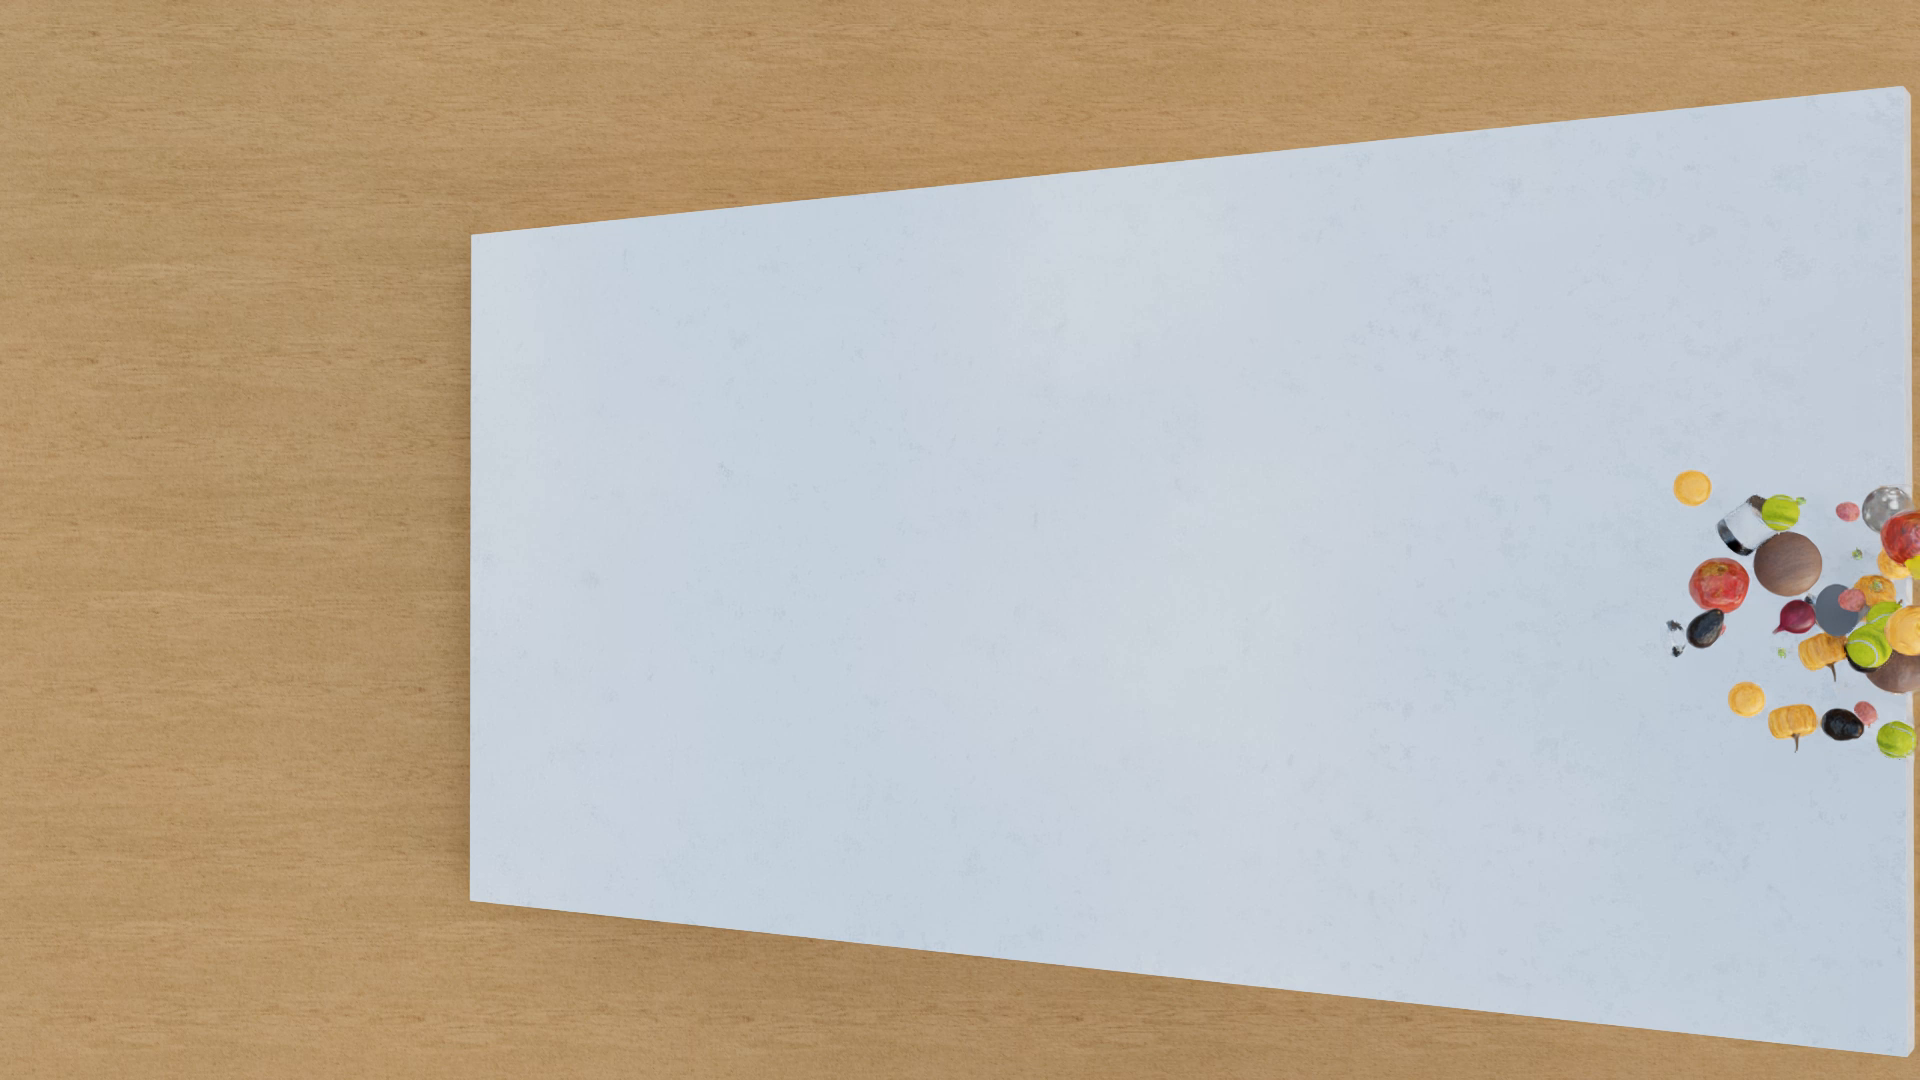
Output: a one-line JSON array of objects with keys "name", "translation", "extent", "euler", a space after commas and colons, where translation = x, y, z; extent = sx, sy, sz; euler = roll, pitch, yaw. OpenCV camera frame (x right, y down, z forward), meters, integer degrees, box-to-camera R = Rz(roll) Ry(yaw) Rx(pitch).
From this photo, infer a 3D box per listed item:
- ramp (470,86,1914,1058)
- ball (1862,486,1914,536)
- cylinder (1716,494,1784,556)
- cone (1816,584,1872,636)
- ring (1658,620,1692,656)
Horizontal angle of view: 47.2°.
[{"name": "ramp", "translation": [0.264, 0.073, 5.611], "extent": [4.000, 0.100, 2.000], "euler": [0, 89, 31]}, {"name": "ball", "translation": [1.750, -0.055, 4.147], "extent": [0.092, 0.092, 0.092], "euler": [0, 89, 0]}, {"name": "cylinder", "translation": [1.571, -0.029, 4.373], "extent": [0.088, 0.088, 0.088], "euler": [41, 132, 0]}, {"name": "cone", "translation": [1.591, 0.124, 3.912], "extent": [0.093, 0.093, 0.093], "euler": [-1, 89, -29]}, {"name": "ring", "translation": [1.448, 0.199, 4.459], "extent": [0.025, 0.076, 0.076], "euler": [-25, 89, -30]}]
